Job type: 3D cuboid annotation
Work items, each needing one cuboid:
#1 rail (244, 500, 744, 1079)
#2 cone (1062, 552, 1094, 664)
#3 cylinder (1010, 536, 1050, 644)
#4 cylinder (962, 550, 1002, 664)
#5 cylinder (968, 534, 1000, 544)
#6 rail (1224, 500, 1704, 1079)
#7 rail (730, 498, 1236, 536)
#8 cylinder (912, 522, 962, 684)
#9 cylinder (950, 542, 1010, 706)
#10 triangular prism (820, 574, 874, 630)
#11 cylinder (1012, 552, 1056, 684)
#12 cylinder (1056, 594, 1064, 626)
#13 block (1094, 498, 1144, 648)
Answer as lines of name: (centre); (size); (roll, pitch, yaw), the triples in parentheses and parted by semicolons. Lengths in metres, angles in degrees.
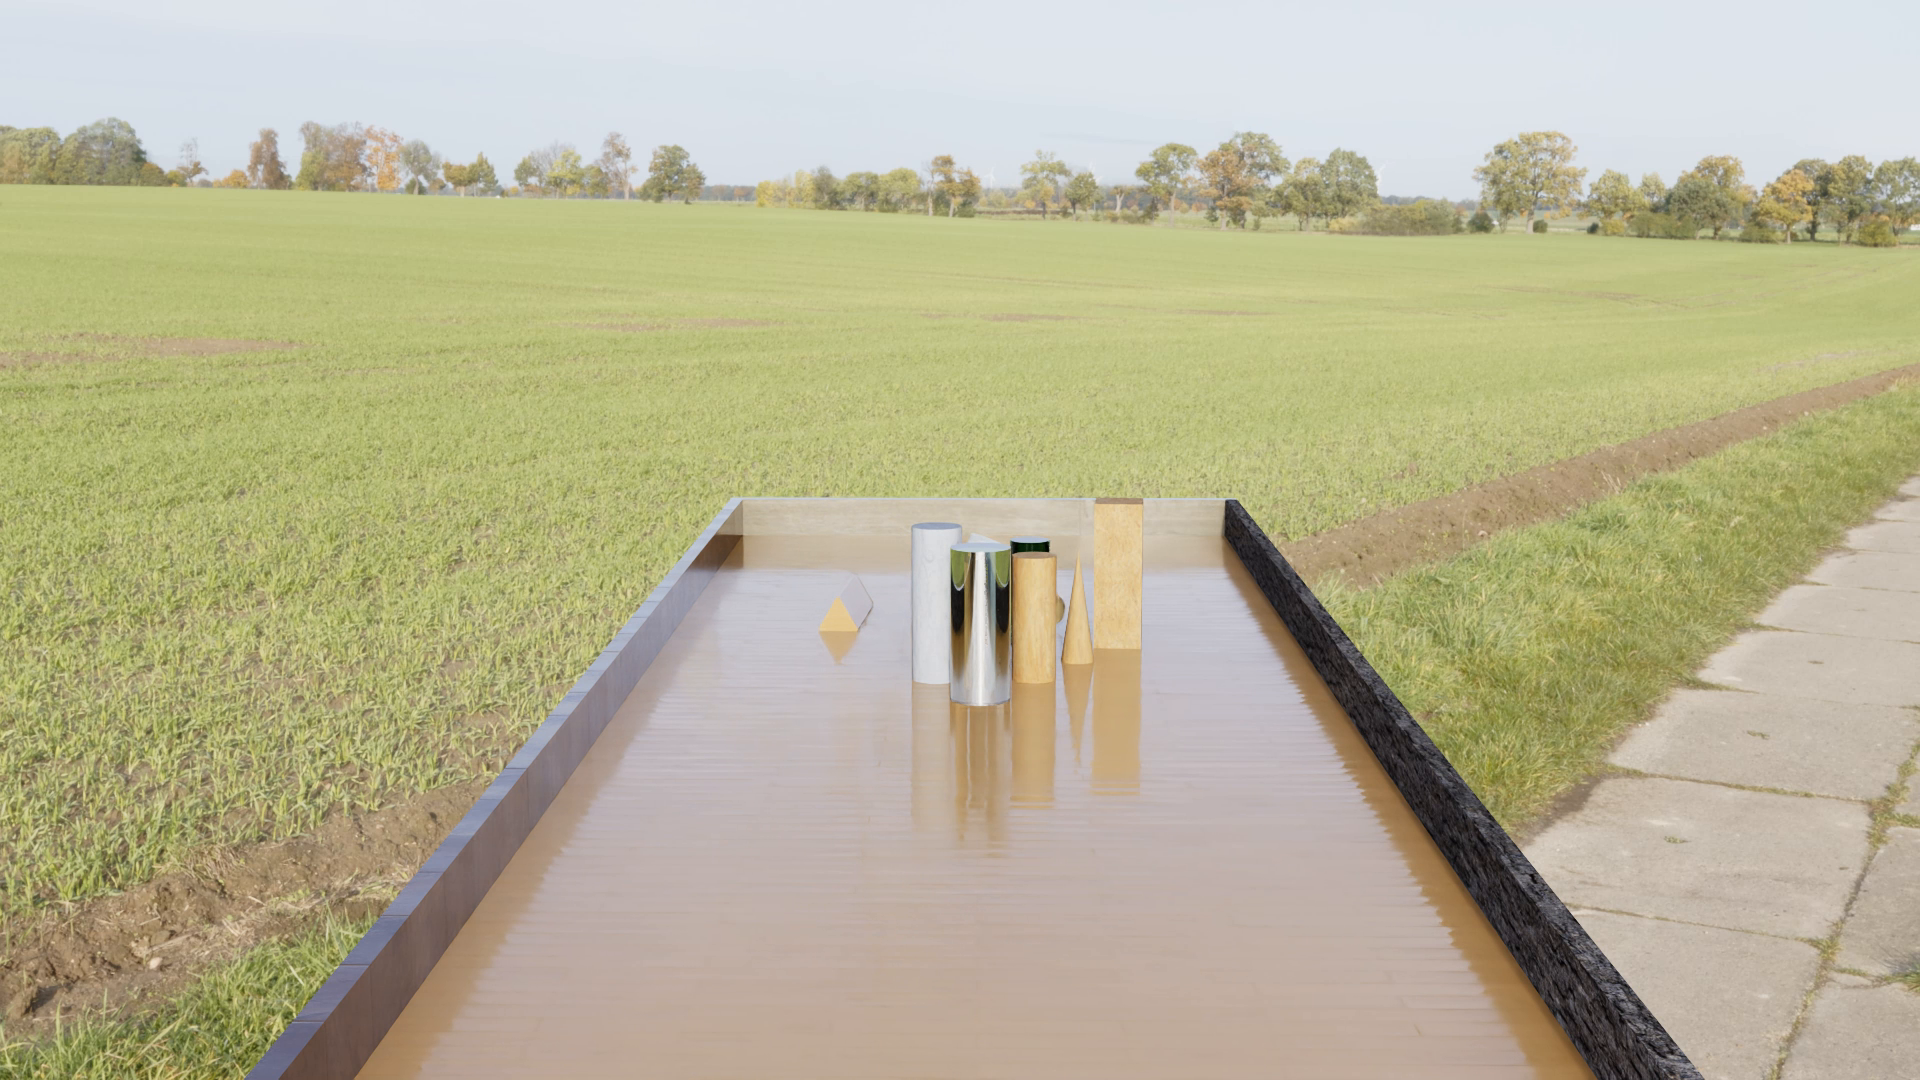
rail: (-1.004, 0.839, 3.234); (0.050, 0.150, 12.000); (0, 9, 1)
cone: (0.358, 0.196, 6.666); (0.101, 0.346, 0.101); (0, 9, 0)
cylinder: (0.219, 0.163, 6.921); (0.124, 0.332, 0.124); (0, 9, 0)
cylinder: (0.058, 0.201, 6.701); (0.146, 0.326, 0.146); (0, 9, 0)
cylinder: (0.038, 0.148, 6.991); (0.139, 0.311, 0.139); (23, 8, -3)
rail: (1.046, 0.843, 3.208); (0.050, 0.150, 12.000); (0, 9, 1)
rail: (0.099, -0.098, 9.147); (2.100, 0.150, 0.050); (0, 9, 1)
cylinder: (-0.068, 0.183, 6.414); (0.148, 0.452, 0.148); (0, 9, 0)
cylinder: (0.057, 0.234, 6.153); (0.170, 0.432, 0.170); (0, 9, 0)
triangular prism: (-0.378, 0.203, 7.359); (0.127, 0.110, 0.456); (1, 9, 4)
cylinder: (0.216, 0.225, 6.418); (0.129, 0.366, 0.129); (0, 9, 0)
cylinder: (0.236, 0.201, 7.331); (0.129, 0.129, 0.363); (-2, 9, -14)
block: (0.498, 0.103, 6.907); (0.148, 0.455, 0.148); (1, 9, 5)
